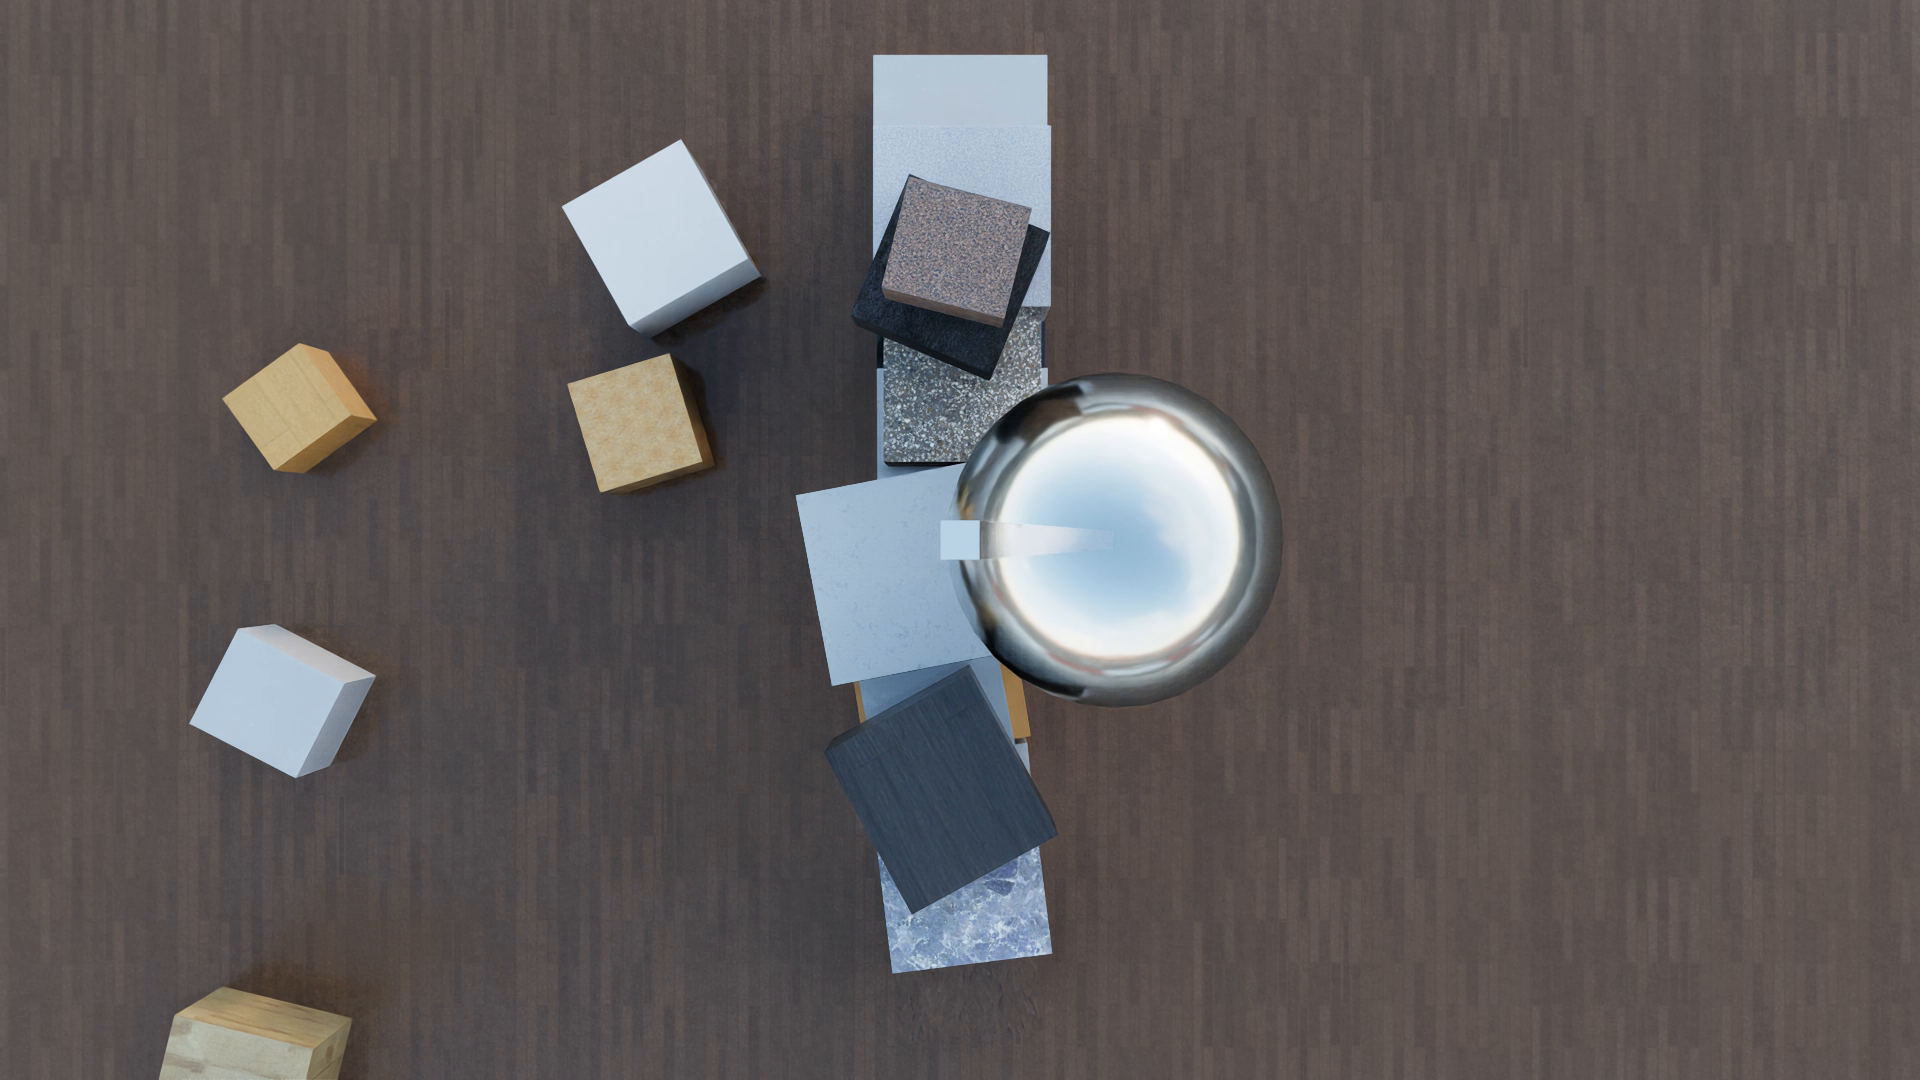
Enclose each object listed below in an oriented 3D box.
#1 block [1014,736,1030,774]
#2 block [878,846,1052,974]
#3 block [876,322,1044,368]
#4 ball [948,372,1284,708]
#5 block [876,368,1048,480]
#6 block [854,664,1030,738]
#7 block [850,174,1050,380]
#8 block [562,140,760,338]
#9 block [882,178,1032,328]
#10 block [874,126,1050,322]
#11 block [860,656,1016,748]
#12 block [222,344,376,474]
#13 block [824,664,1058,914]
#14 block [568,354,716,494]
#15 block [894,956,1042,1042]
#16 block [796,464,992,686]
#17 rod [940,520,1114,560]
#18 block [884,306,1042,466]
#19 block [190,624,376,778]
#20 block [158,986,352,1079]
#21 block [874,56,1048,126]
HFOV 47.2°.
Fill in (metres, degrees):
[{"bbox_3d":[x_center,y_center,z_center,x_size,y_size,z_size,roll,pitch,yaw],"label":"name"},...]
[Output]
[{"bbox_3d":[-0.017,1.529,12.535,0.855,0.930,0.744,-6,90,0],"label":"block"},{"bbox_3d":[0.012,1.762,11.696,0.828,0.748,0.843,-7,90,0],"label":"block"},{"bbox_3d":[0.005,-1.360,12.592,0.931,0.817,0.836,0,90,0],"label":"block"},{"bbox_3d":[0.734,0.000,10.479,1.600,1.600,1.600,0,90,0],"label":"ball"},{"bbox_3d":[0.014,-0.449,12.506,0.932,0.988,0.979,0,90,0],"label":"block"},{"bbox_3d":[-0.143,0.627,12.455,0.900,1.091,1.029,-9,90,0],"label":"block"},{"bbox_3d":[-0.046,-1.286,10.892,0.736,0.624,0.736,23,91,0],"label":"block"},{"bbox_3d":[-1.691,-1.706,12.598,0.759,0.804,0.758,-29,90,0],"label":"block"},{"bbox_3d":[-0.015,-1.338,10.306,0.579,0.546,0.520,14,91,0],"label":"block"},{"bbox_3d":[0.010,-1.657,11.650,0.904,0.902,0.918,0,91,0],"label":"block"},{"bbox_3d":[-0.099,0.989,11.602,0.727,0.614,0.673,-11,90,0],"label":"block"},{"bbox_3d":[-3.808,-0.754,12.718,0.536,0.565,0.501,-36,90,0],"label":"block"},{"bbox_3d":[-0.091,1.219,10.926,0.801,0.739,0.886,-29,90,0],"label":"block"},{"bbox_3d":[-1.826,-0.658,12.675,0.600,0.650,0.637,-17,90,0],"label":"block"},{"bbox_3d":[0.026,2.321,12.549,0.795,0.903,0.819,-4,90,0],"label":"block"},{"bbox_3d":[-0.268,0.172,11.488,0.949,0.840,0.976,-11,89,0],"label":"block"},{"bbox_3d":[0.318,0.000,7.105,0.080,5.200,0.080,0,90,7],"label":"rod"},{"bbox_3d":[0.012,-0.796,11.628,0.806,0.768,0.791,0,90,0],"label":"block"},{"bbox_3d":[-3.886,0.916,12.666,0.671,0.668,0.599,27,90,0],"label":"block"},{"bbox_3d":[-4.068,3.107,12.604,0.793,0.792,0.771,14,90,0],"label":"block"},{"bbox_3d":[0.002,-2.228,12.549,0.956,0.901,0.880,0,90,0],"label":"block"}]
